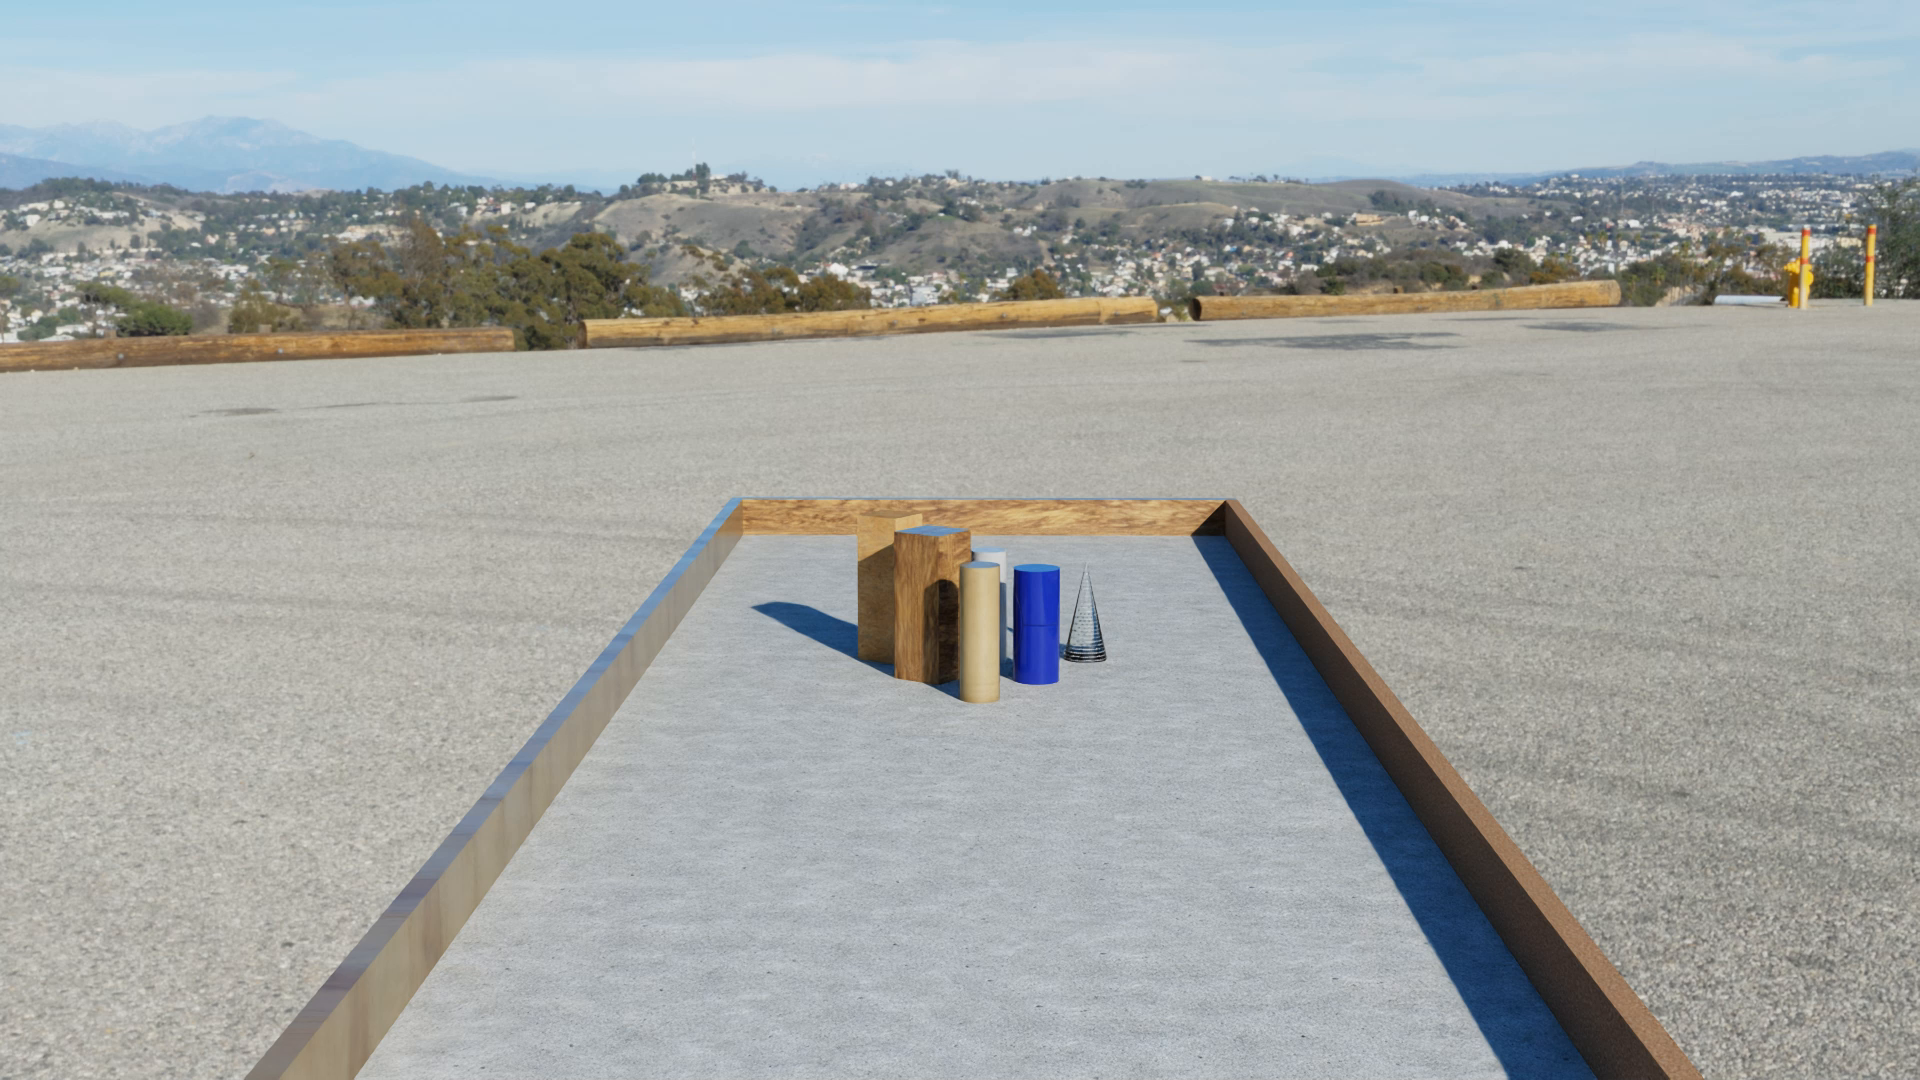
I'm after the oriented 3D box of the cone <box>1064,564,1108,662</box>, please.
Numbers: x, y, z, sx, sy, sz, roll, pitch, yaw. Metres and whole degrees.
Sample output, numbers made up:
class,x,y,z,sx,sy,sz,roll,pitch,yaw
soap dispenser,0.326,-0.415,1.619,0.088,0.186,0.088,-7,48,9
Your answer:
class,x,y,z,sx,sy,sz,roll,pitch,yaw
cone,0.383,0.213,6.702,0.134,0.302,0.134,0,9,0

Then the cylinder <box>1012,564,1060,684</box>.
class,x,y,z,sx,sy,sz,roll,pitch,yaw
cylinder,0.222,0.245,6.406,0.137,0.332,0.137,0,9,0

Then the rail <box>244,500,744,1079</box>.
class,x,y,z,sx,sy,sz,roll,pitch,yaw
rail,-1.004,0.839,3.234,0.050,0.150,12.000,0,9,1

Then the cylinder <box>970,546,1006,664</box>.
class,x,y,z,sx,sy,sz,roll,pitch,yaw
cylinder,0.087,0.199,6.661,0.110,0.342,0.110,0,9,0

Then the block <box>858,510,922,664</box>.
class,x,y,z,sx,sy,sz,roll,pitch,yaw
block,-0.213,0.141,6.700,0.141,0.444,0.141,6,11,32

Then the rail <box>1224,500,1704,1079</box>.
class,x,y,z,sx,sy,sz,roll,pitch,yaw
rail,1.046,0.843,3.208,0.050,0.150,12.000,0,9,1

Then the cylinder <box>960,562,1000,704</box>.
class,x,y,z,sx,sy,sz,roll,pitch,yaw
cylinder,0.055,0.258,6.160,0.115,0.382,0.115,0,9,0

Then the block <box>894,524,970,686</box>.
class,x,y,z,sx,sy,sz,roll,pitch,yaw
block,-0.080,0.188,6.434,0.160,0.435,0.160,6,11,35

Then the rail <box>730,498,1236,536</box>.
class,x,y,z,sx,sy,sz,roll,pitch,yaw
rail,0.099,-0.098,9.147,2.100,0.150,0.050,0,9,1
